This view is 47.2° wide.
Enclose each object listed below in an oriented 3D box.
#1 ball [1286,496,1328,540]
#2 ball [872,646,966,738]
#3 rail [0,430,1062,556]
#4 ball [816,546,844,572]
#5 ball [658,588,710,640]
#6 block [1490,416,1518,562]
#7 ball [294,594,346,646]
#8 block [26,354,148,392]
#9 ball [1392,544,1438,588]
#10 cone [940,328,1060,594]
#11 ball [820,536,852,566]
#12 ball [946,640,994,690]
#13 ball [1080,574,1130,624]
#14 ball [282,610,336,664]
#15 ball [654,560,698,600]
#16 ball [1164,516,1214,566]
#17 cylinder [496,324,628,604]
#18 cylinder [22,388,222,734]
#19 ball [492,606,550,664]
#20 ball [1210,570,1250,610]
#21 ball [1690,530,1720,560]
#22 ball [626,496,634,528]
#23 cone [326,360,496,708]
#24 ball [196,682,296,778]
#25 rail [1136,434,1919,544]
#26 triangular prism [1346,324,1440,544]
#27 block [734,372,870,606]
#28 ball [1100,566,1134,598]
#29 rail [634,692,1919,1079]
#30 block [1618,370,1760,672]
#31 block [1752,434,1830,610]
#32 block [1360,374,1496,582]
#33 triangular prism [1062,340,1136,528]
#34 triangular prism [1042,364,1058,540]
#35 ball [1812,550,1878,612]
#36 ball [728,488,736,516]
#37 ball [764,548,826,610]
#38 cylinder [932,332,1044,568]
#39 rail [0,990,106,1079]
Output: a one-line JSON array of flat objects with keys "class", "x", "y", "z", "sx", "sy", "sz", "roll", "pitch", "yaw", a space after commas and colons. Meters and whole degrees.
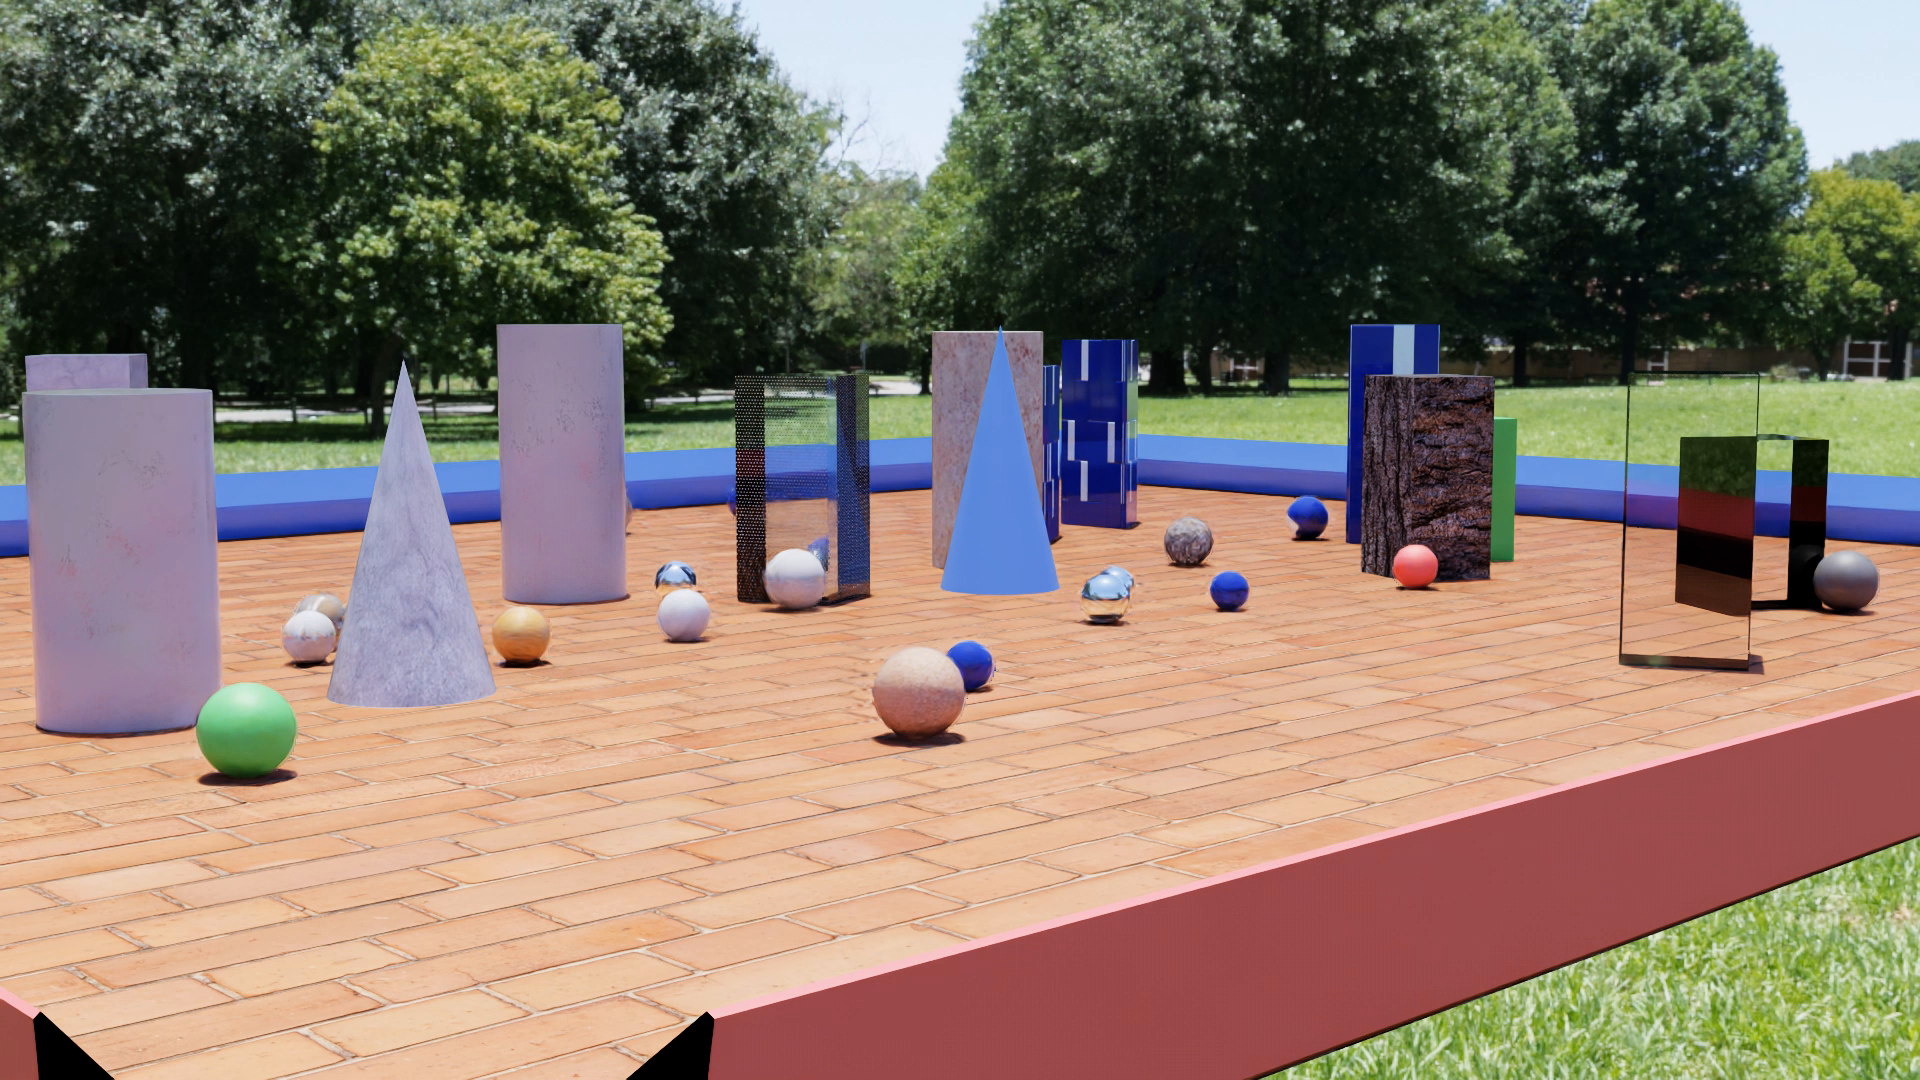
[{"class": "ball", "x": 0.672, "y": -0.043, "z": 4.257, "sx": 0.082, "sy": 0.082, "sz": 0.082, "roll": 0, "pitch": 6, "yaw": 0}, {"class": "ball", "x": -0.043, "y": 0.158, "z": 2.282, "sx": 0.096, "sy": 0.096, "sz": 0.096, "roll": 0, "pitch": 6, "yaw": 0}, {"class": "rail", "x": -1.098, "y": -0.092, "z": 4.516, "sx": 3.791, "sy": 0.125, "sz": 0.045, "roll": -6, "pitch": 8, "yaw": -42}, {"class": "ball", "x": -0.220, "y": 0.032, "z": 3.719, "sx": 0.046, "sy": 0.046, "sz": 0.046, "roll": 0, "pitch": 6, "yaw": 0}, {"class": "ball", "x": -0.371, "y": 0.101, "z": 2.958, "sx": 0.070, "sy": 0.070, "sz": 0.070, "roll": 0, "pitch": 6, "yaw": 0}, {"class": "block", "x": 0.884, "y": -0.094, "z": 3.932, "sx": 0.154, "sy": 0.252, "sz": 0.154, "roll": -2, "pitch": 6, "yaw": -18}, {"class": "ball", "x": -0.836, "y": 0.107, "z": 2.883, "sx": 0.073, "sy": 0.073, "sz": 0.073, "roll": 0, "pitch": 6, "yaw": 0}, {"class": "block", "x": -1.395, "y": -0.112, "z": 3.537, "sx": 0.154, "sy": 0.371, "sz": 0.154, "roll": -1, "pitch": 6, "yaw": -10}, {"class": "ball", "x": 0.726, "y": 0.042, "z": 3.507, "sx": 0.071, "sy": 0.071, "sz": 0.071, "roll": 0, "pitch": 6, "yaw": 0}, {"class": "cone", "x": 0.064, "y": -0.133, "z": 3.504, "sx": 0.192, "sy": 0.419, "sz": 0.192, "roll": 0, "pitch": 6, "yaw": 0}, {"class": "ball", "x": -0.215, "y": 0.020, "z": 3.791, "sx": 0.055, "sy": 0.055, "sz": 0.055, "roll": 0, "pitch": 6, "yaw": 0}, {"class": "ball", "x": 0.010, "y": 0.147, "z": 2.576, "sx": 0.058, "sy": 0.058, "sz": 0.058, "roll": 0, "pitch": 6, "yaw": 0}, {"class": "ball", "x": 0.207, "y": 0.083, "z": 3.121, "sx": 0.071, "sy": 0.071, "sz": 0.071, "roll": 0, "pitch": 6, "yaw": 0}, {"class": "ball", "x": -0.819, "y": 0.122, "z": 2.766, "sx": 0.067, "sy": 0.067, "sz": 0.067, "roll": 0, "pitch": 6, "yaw": 0}, {"class": "ball", "x": -0.431, "y": 0.064, "z": 3.333, "sx": 0.064, "sy": 0.064, "sz": 0.064, "roll": 0, "pitch": 6, "yaw": 0}, {"class": "ball", "x": 0.397, "y": 0.002, "z": 3.824, "sx": 0.085, "sy": 0.085, "sz": 0.085, "roll": 0, "pitch": 6, "yaw": 0}, {"class": "cylinder", "x": -0.616, "y": -0.123, "z": 3.408, "sx": 0.192, "sy": 0.420, "sz": 0.192, "roll": 0, "pitch": 6, "yaw": 0}, {"class": "cylinder", "x": -0.907, "y": 0.017, "z": 2.387, "sx": 0.192, "sy": 0.356, "sz": 0.192, "roll": 0, "pitch": 6, "yaw": 0}, {"class": "ball", "x": -0.551, "y": 0.119, "z": 2.765, "sx": 0.072, "sy": 0.072, "sz": 0.072, "roll": 0, "pitch": 6, "yaw": 0}, {"class": "ball", "x": 0.400, "y": 0.074, "z": 3.260, "sx": 0.058, "sy": 0.058, "sz": 0.058, "roll": 0, "pitch": 6, "yaw": 0}, {"class": "ball", "x": 1.328, "y": 0.009, "z": 3.918, "sx": 0.050, "sy": 0.050, "sz": 0.050, "roll": 0, "pitch": 6, "yaw": 0}, {"class": "ball", "x": -0.690, "y": -0.055, "z": 4.344, "sx": 0.089, "sy": 0.089, "sz": 0.089, "roll": 0, "pitch": 6, "yaw": 0}, {"class": "cone", "x": -0.636, "y": -0.015, "z": 2.534, "sx": 0.192, "sy": 0.387, "sz": 0.192, "roll": 0, "pitch": 6, "yaw": 0}, {"class": "ball", "x": -0.680, "y": 0.181, "z": 2.094, "sx": 0.091, "sy": 0.091, "sz": 0.091, "roll": 0, "pitch": 6, "yaw": 0}, {"class": "rail", "x": 1.376, "y": -0.100, "z": 4.595, "sx": 0.045, "sy": 0.125, "sz": 3.286, "roll": -6, "pitch": 8, "yaw": -42}, {"class": "triangular prism", "x": 0.825, "y": -0.208, "z": 4.238, "sx": 0.166, "sy": 0.415, "sz": 0.144, "roll": 0, "pitch": 6, "yaw": 4}, {"class": "block", "x": -0.241, "y": -0.082, "z": 3.385, "sx": 0.154, "sy": 0.344, "sz": 0.154, "roll": 2, "pitch": 6, "yaw": 22}, {"class": "ball", "x": 0.232, "y": 0.070, "z": 3.294, "sx": 0.060, "sy": 0.060, "sz": 0.060, "roll": 0, "pitch": 6, "yaw": 0}, {"class": "rail", "x": 1.098, "y": 0.157, "z": 2.148, "sx": 3.791, "sy": 0.125, "sz": 0.045, "roll": -6, "pitch": 8, "yaw": -42}, {"class": "block", "x": 0.924, "y": -0.030, "z": 2.787, "sx": 0.154, "sy": 0.364, "sz": 0.154, "roll": 2, "pitch": 6, "yaw": 19}, {"class": "block", "x": 1.197, "y": -0.030, "z": 3.331, "sx": 0.154, "sy": 0.251, "sz": 0.154, "roll": -1, "pitch": 6, "yaw": -11}, {"class": "block", "x": 0.779, "y": -0.107, "z": 3.672, "sx": 0.154, "sy": 0.333, "sz": 0.154, "roll": -2, "pitch": 6, "yaw": -21}, {"class": "triangular prism", "x": 0.320, "y": -0.224, "z": 4.554, "sx": 0.166, "sy": 0.381, "sz": 0.144, "roll": 5, "pitch": 8, "yaw": 42}, {"class": "triangular prism", "x": 0.146, "y": -0.171, "z": 4.272, "sx": 0.166, "sy": 0.335, "sz": 0.144, "roll": 5, "pitch": 8, "yaw": 40}, {"class": "ball", "x": 1.303, "y": 0.061, "z": 3.236, "sx": 0.091, "sy": 0.091, "sz": 0.091, "roll": 0, "pitch": 6, "yaw": 0}, {"class": "ball", "x": -0.455, "y": -0.081, "z": 4.658, "sx": 0.074, "sy": 0.074, "sz": 0.074, "roll": 0, "pitch": 6, "yaw": 0}, {"class": "ball", "x": -0.245, "y": 0.058, "z": 3.254, "sx": 0.091, "sy": 0.091, "sz": 0.091, "roll": 0, "pitch": 6, "yaw": 0}, {"class": "cylinder", "x": 0.048, "y": -0.158, "z": 3.811, "sx": 0.192, "sy": 0.405, "sz": 0.192, "roll": 0, "pitch": 6, "yaw": 0}, {"class": "rail", "x": -1.376, "y": 0.165, "z": 2.070, "sx": 0.045, "sy": 0.125, "sz": 3.286, "roll": -6, "pitch": 8, "yaw": -42}]
